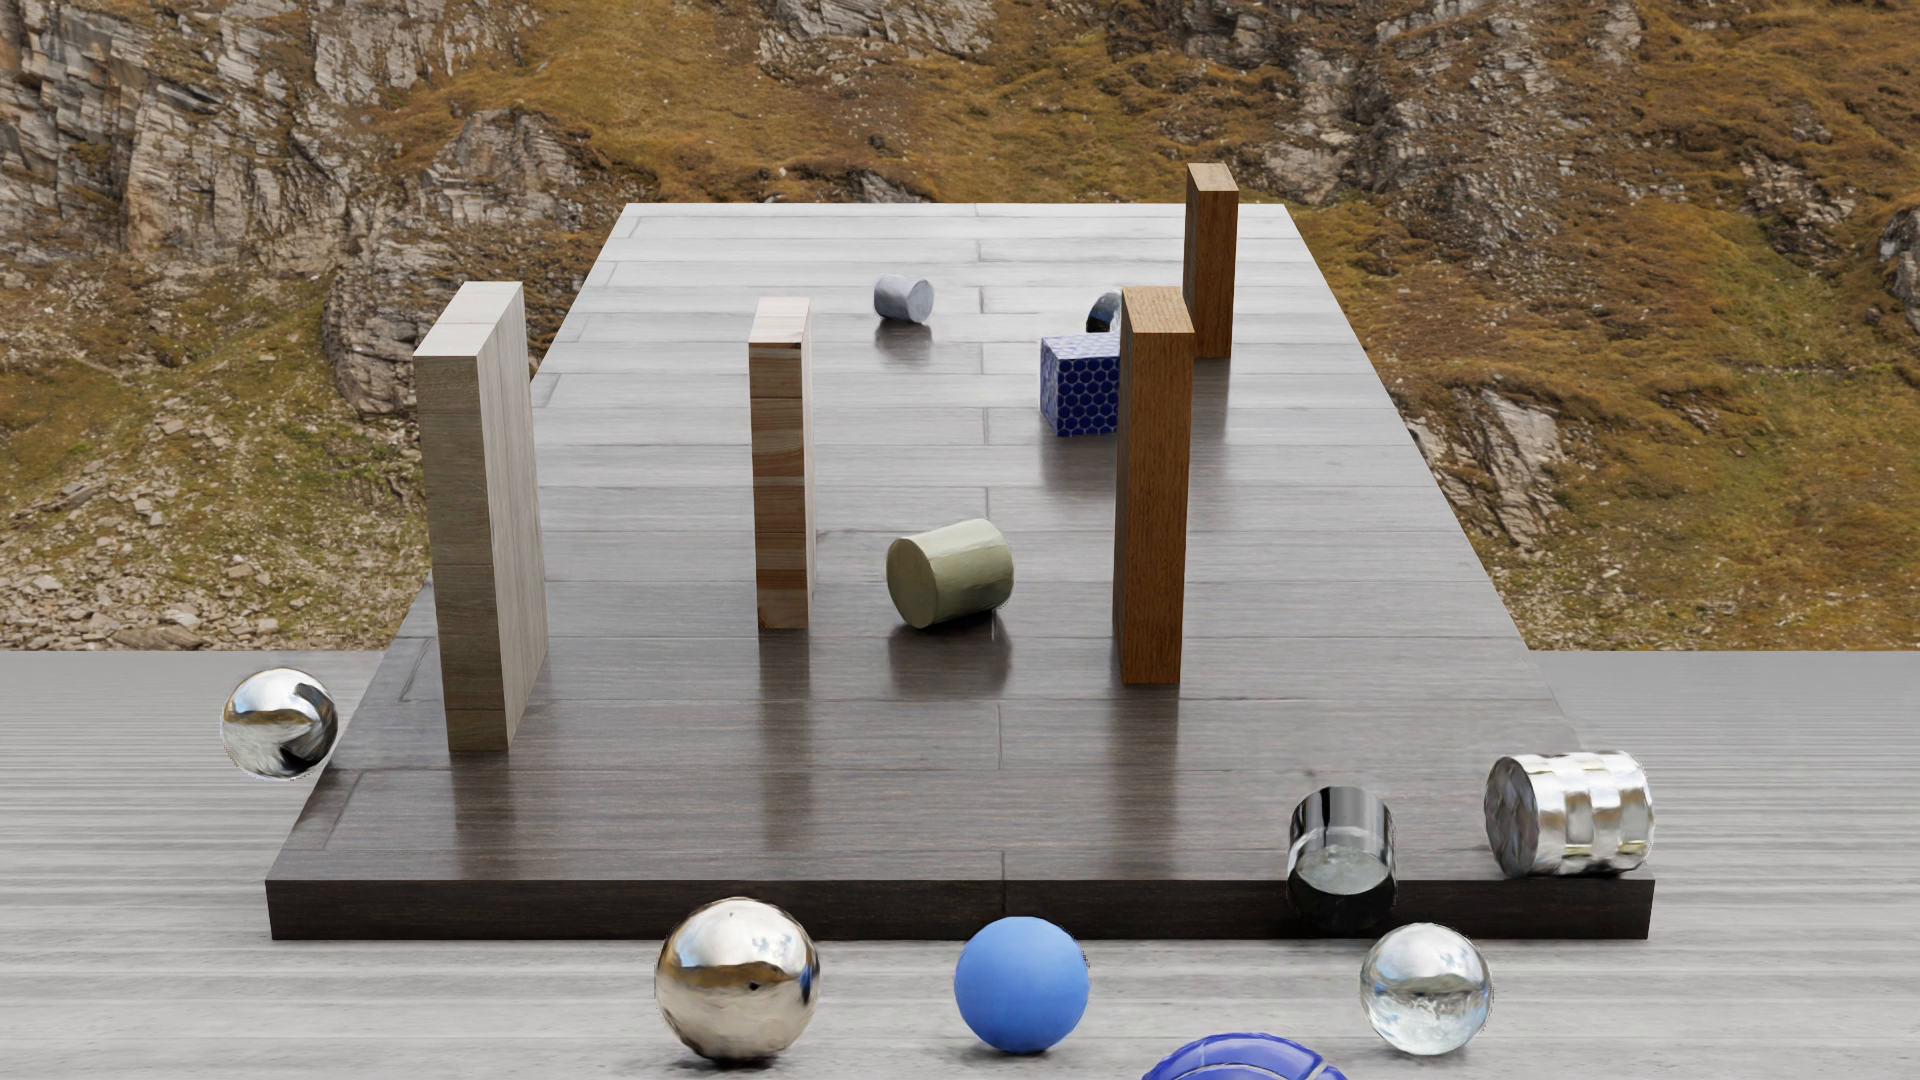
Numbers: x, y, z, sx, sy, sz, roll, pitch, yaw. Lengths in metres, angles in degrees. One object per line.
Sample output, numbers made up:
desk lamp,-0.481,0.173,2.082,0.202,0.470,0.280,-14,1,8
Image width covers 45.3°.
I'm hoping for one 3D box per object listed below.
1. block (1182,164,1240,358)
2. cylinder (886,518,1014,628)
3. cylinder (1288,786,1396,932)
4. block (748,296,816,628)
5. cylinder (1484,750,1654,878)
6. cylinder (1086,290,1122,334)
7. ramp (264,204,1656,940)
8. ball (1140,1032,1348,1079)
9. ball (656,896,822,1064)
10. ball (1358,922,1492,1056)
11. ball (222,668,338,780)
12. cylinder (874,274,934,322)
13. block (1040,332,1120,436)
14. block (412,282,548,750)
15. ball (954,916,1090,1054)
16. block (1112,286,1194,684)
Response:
block,0.611,-0.688,5.643,0.095,0.412,0.283,0,22,0
cylinder,-0.019,0.059,4.137,0.166,0.166,0.166,-15,6,-32
cylinder,0.535,0.446,3.222,0.147,0.147,0.147,0,27,10
block,-0.316,-0.141,4.140,0.090,0.534,0.274,0,22,0
cylinder,0.871,0.393,3.300,0.174,0.174,0.174,-2,-2,-12
cylinder,0.419,-0.503,5.517,0.165,0.165,0.165,2,15,-43
ramp,-0.007,-0.222,5.177,2.000,0.100,4.000,0,22,0
ball,0.184,0.407,1.478,0.178,0.178,0.178,0,-3,0
ball,-0.227,0.452,2.360,0.169,0.169,0.169,0,-3,0
ball,0.487,0.470,2.409,0.137,0.137,0.137,0,-3,0
ball,-1.070,0.288,3.621,0.176,0.176,0.176,0,-3,0
cylinder,-0.144,-0.616,5.857,0.111,0.111,0.111,14,6,34
block,0.285,-0.349,5.122,0.178,0.178,0.178,-4,23,-10
block,-0.770,-0.045,3.737,0.095,0.660,0.401,0,22,0
ball,0.065,0.468,2.424,0.143,0.143,0.143,0,-3,0
block,0.325,-0.095,3.914,0.098,0.621,0.267,0,22,0
